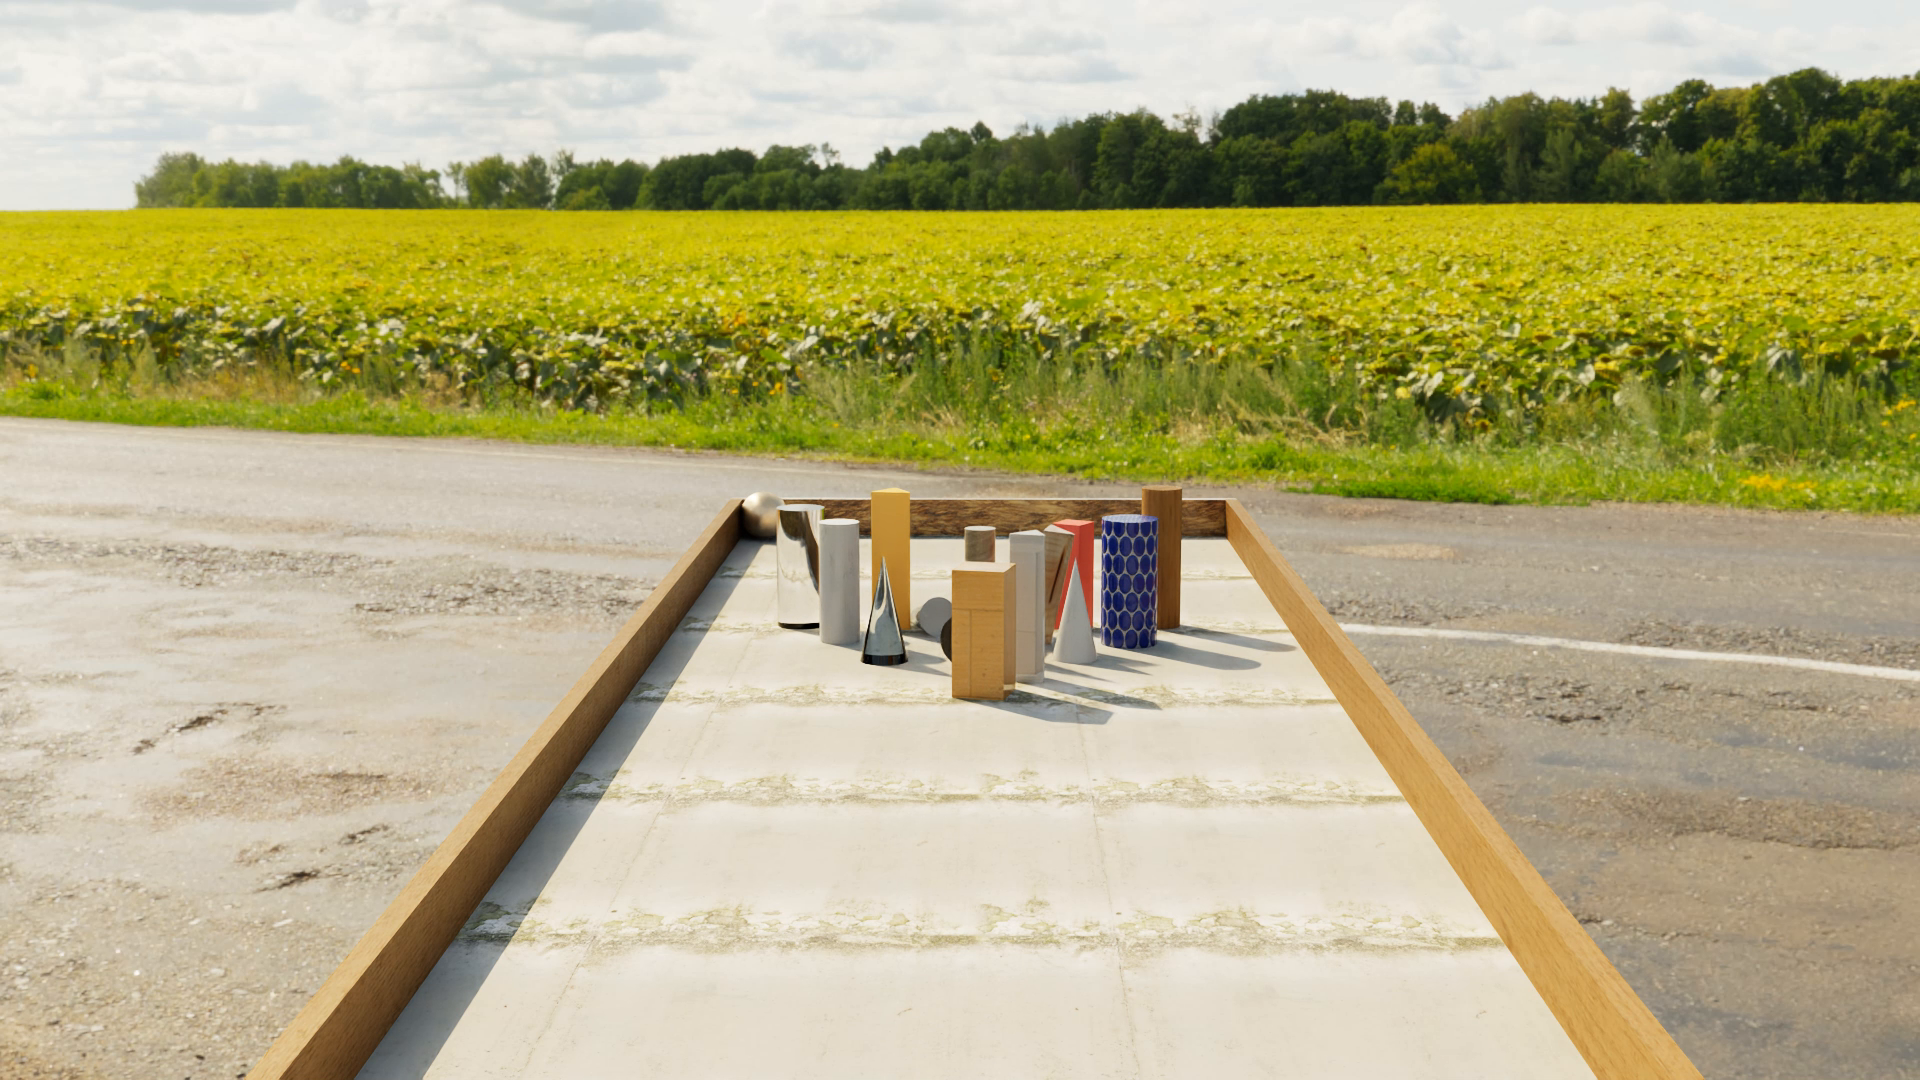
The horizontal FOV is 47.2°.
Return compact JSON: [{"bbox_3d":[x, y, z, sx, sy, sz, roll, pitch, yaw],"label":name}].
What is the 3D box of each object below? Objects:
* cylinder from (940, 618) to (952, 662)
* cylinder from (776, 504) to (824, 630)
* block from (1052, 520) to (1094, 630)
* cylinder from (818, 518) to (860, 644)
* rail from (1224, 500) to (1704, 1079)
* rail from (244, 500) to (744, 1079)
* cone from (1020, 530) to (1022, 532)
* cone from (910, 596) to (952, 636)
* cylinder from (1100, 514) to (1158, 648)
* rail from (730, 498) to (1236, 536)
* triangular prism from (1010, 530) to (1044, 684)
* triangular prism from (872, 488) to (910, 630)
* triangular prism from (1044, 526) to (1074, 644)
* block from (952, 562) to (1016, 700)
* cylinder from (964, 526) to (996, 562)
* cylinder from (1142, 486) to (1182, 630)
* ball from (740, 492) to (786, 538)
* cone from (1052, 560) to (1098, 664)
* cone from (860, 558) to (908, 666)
[{"bbox_3d":[0.077,0.269,6.770,0.170,0.170,0.412,2,9,15],"label":"cylinder"},{"bbox_3d":[-0.521,0.087,7.214,0.158,0.390,0.158,0,9,0],"label":"cylinder"},{"bbox_3d":[0.368,0.115,7.172,0.101,0.348,0.101,5,10,30],"label":"block"},{"bbox_3d":[-0.382,0.131,6.964,0.129,0.382,0.129,0,9,0],"label":"cylinder"},{"bbox_3d":[1.046,0.843,3.208,0.050,0.150,12.000,0,9,1],"label":"rail"},{"bbox_3d":[-1.004,0.839,3.234,0.050,0.150,12.000,0,9,1],"label":"rail"},{"bbox_3d":[0.181,0.160,6.649,0.104,0.423,0.104,0,9,0],"label":"cone"},{"bbox_3d":[-0.131,0.251,7.223,0.127,0.127,0.362,-3,0,-20],"label":"cone"},{"bbox_3d":[0.533,0.129,6.922,0.178,0.398,0.178,0,9,0],"label":"cylinder"},{"bbox_3d":[0.099,-0.098,9.147,2.100,0.150,0.050,0,9,1],"label":"rail"},{"bbox_3d":[0.208,0.192,6.412,0.107,0.434,0.092,3,9,18],"label":"triangular prism"},{"bbox_3d":[-0.219,0.060,7.192,0.124,0.451,0.108,1,9,7],"label":"triangular prism"},{"bbox_3d":[0.263,0.137,6.914,0.102,0.364,0.088,7,15,-16],"label":"triangular prism"},{"bbox_3d":[0.068,0.256,6.227,0.150,0.366,0.150,2,9,14],"label":"block"},{"bbox_3d":[0.065,0.122,7.205,0.101,0.324,0.101,0,9,0],"label":"cylinder"},{"bbox_3d":[0.658,0.055,7.201,0.132,0.457,0.132,0,9,0],"label":"cylinder"},{"bbox_3d":[-0.805,-0.103,9.033,0.196,0.196,0.196,0,9,0],"label":"ball"},{"bbox_3d":[0.351,0.207,6.695,0.140,0.316,0.140,0,9,0],"label":"cone"},{"bbox_3d":[-0.231,0.206,6.668,0.146,0.326,0.146,0,9,0],"label":"cone"}]
